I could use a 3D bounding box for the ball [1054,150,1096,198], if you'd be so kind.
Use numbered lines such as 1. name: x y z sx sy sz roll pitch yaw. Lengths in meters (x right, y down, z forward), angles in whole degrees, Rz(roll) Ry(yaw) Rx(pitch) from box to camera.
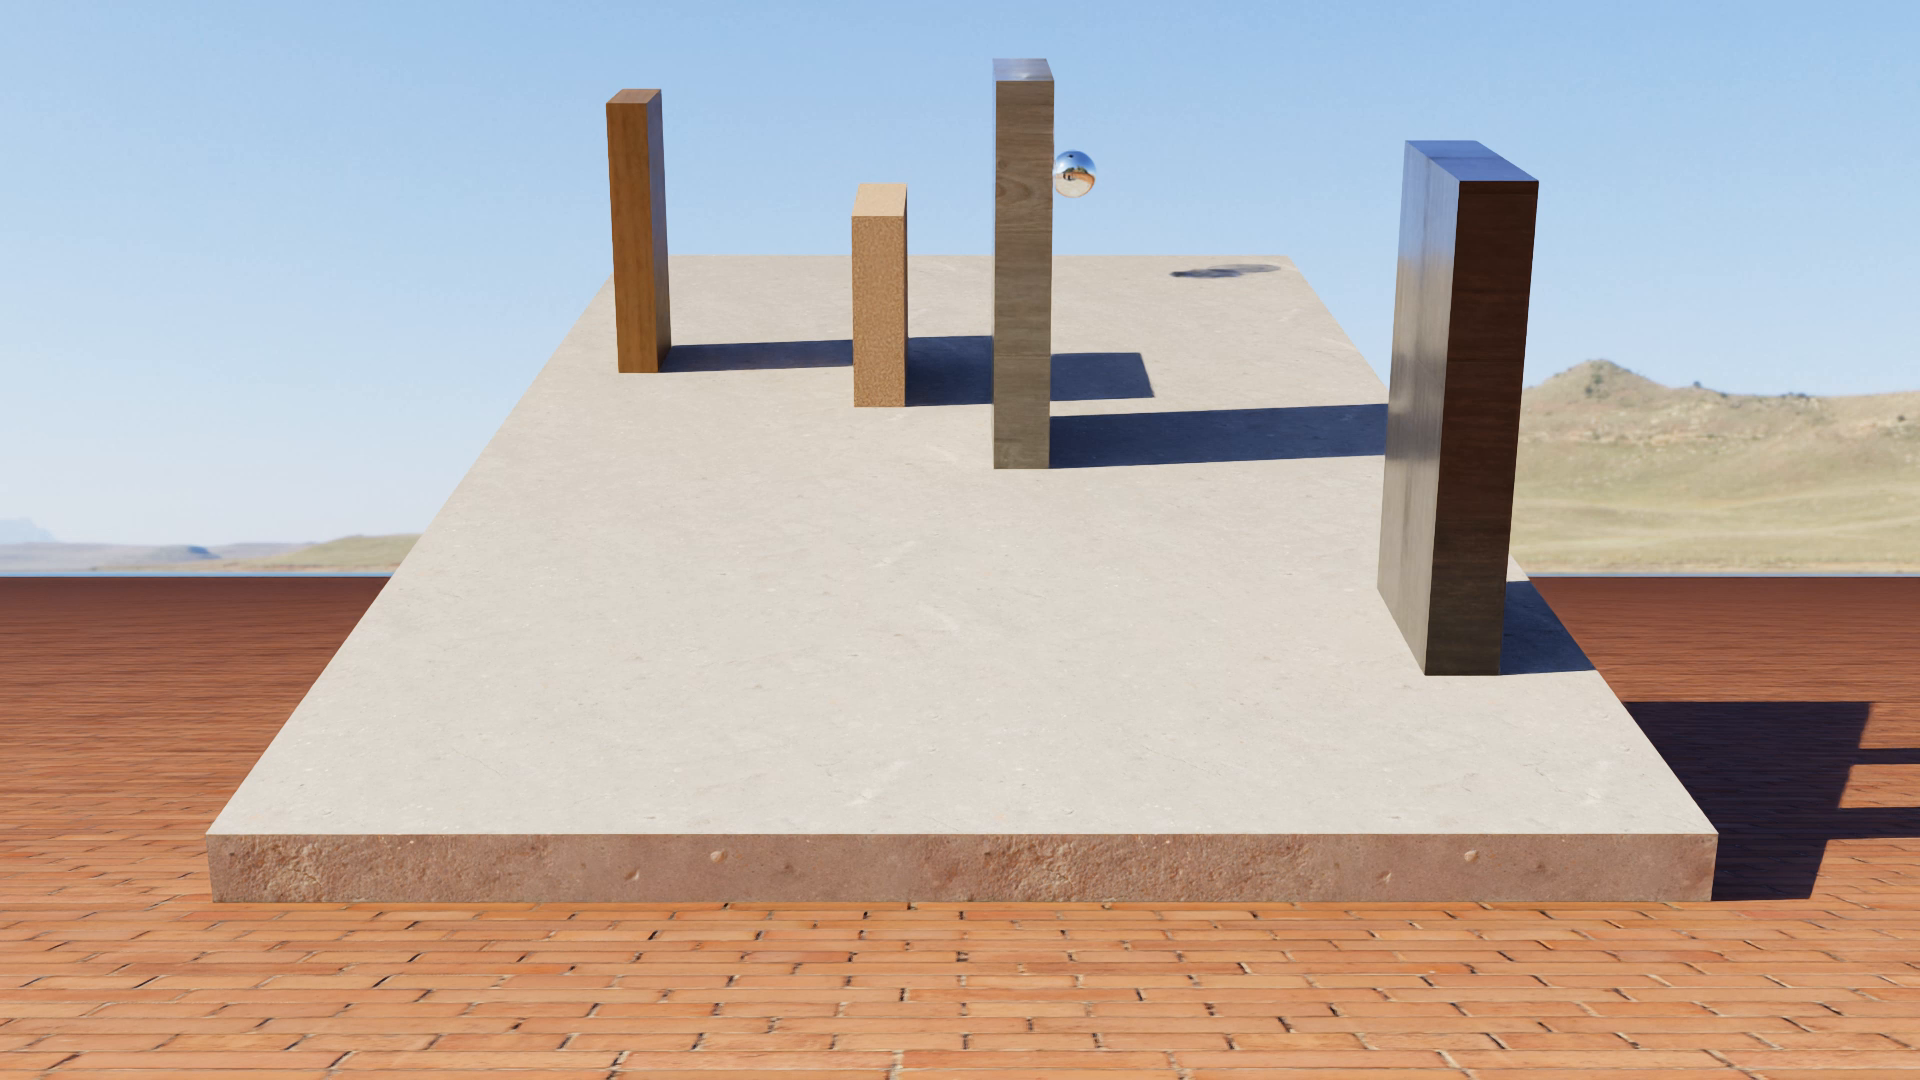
1. ball: 0.320 -1.036 6.340 0.134 0.134 0.134 0 -1 0

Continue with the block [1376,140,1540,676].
1. block: 0.783 -0.220 3.574 0.116 0.773 0.412 0 18 0

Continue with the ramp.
1. ramp: -0.004 -0.189 4.875 2.000 0.100 4.000 0 18 0

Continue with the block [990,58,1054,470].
1. block: 0.125 -0.579 4.649 0.114 0.784 0.399 0 18 0

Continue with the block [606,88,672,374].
1. block: -0.769 -0.745 5.382 0.094 0.638 0.277 0 18 0

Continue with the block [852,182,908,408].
1. block: -0.183 -0.576 5.198 0.114 0.434 0.449 0 18 0
